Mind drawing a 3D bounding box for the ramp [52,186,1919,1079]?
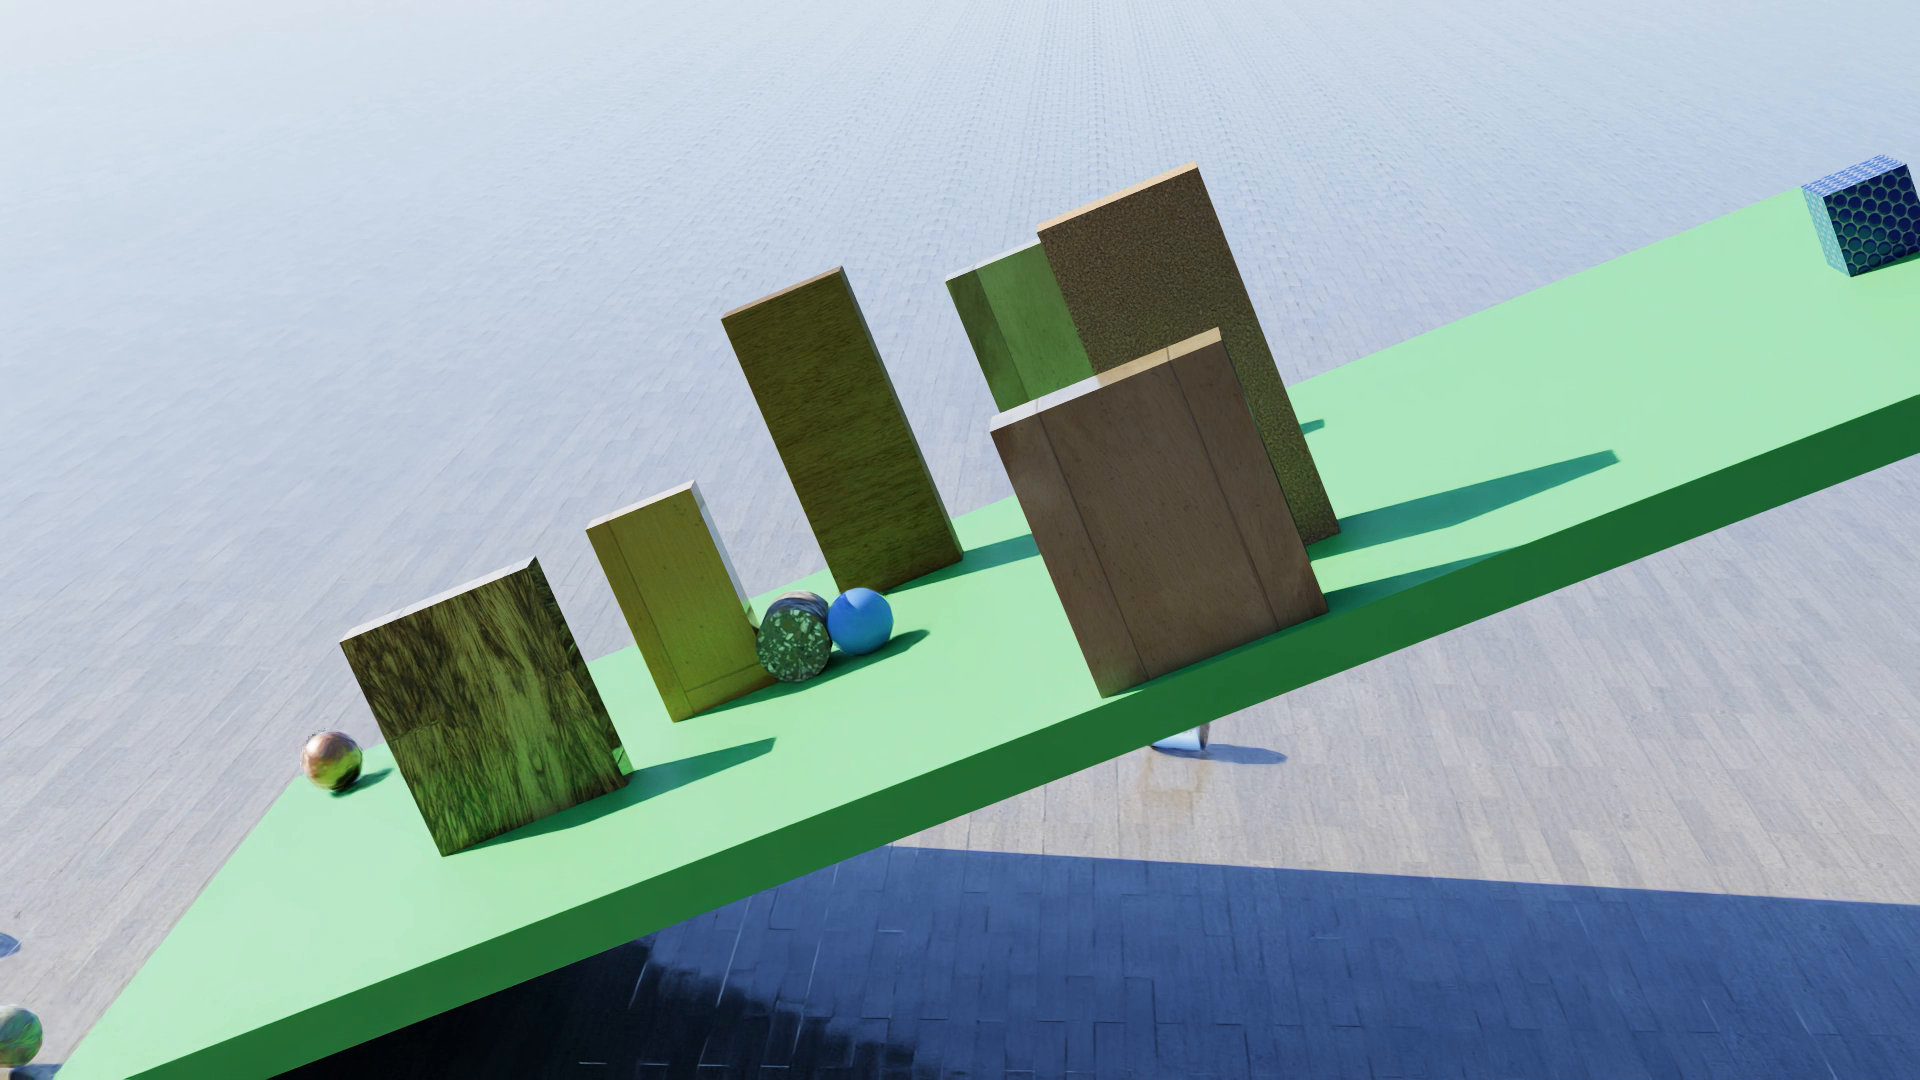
[{"bbox_3d":[0.126,0.172,6.288,4.000,0.100,2.000,-21,12,8],"label":"ramp"}]

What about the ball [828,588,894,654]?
[{"bbox_3d":[-0.214,0.174,6.323,0.143,0.143,0.143,0,14,0],"label":"ball"}]

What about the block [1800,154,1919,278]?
[{"bbox_3d":[1.867,-0.669,6.057,0.178,0.178,0.178,-22,12,7],"label":"block"}]

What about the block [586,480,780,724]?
[{"bbox_3d":[-0.602,0.135,6.416,0.248,0.471,0.084,-21,12,8],"label":"block"}]

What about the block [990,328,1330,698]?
[{"bbox_3d":[0.360,-0.047,5.299,0.439,0.533,0.132,-21,12,8],"label":"block"}]

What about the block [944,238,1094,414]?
[{"bbox_3d":[0.210,-0.385,6.853,0.277,0.601,0.093,-21,12,8],"label":"block"}]

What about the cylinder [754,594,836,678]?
[{"bbox_3d":[-0.355,0.208,6.391,0.162,0.162,0.162,2,7,7],"label":"cylinder"}]

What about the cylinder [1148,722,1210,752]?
[{"bbox_3d":[0.596,0.497,8.023,0.147,0.147,0.147,4,15,17],"label":"cylinder"}]

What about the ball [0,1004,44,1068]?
[{"bbox_3d":[-1.932,1.010,5.985,0.129,0.129,0.129,0,14,0],"label":"ball"}]

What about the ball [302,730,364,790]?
[{"bbox_3d":[-1.525,0.536,7.150,0.148,0.148,0.148,0,14,0],"label":"ball"}]

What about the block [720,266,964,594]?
[{"bbox_3d":[-0.268,-0.238,6.787,0.294,0.729,0.088,-21,12,8],"label":"block"}]

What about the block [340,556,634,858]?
[{"bbox_3d":[-0.981,0.348,6.117,0.427,0.504,0.100,-21,12,8],"label":"block"}]

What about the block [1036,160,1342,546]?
[{"bbox_3d":[0.447,-0.314,5.722,0.328,0.768,0.109,-21,12,8],"label":"block"}]
